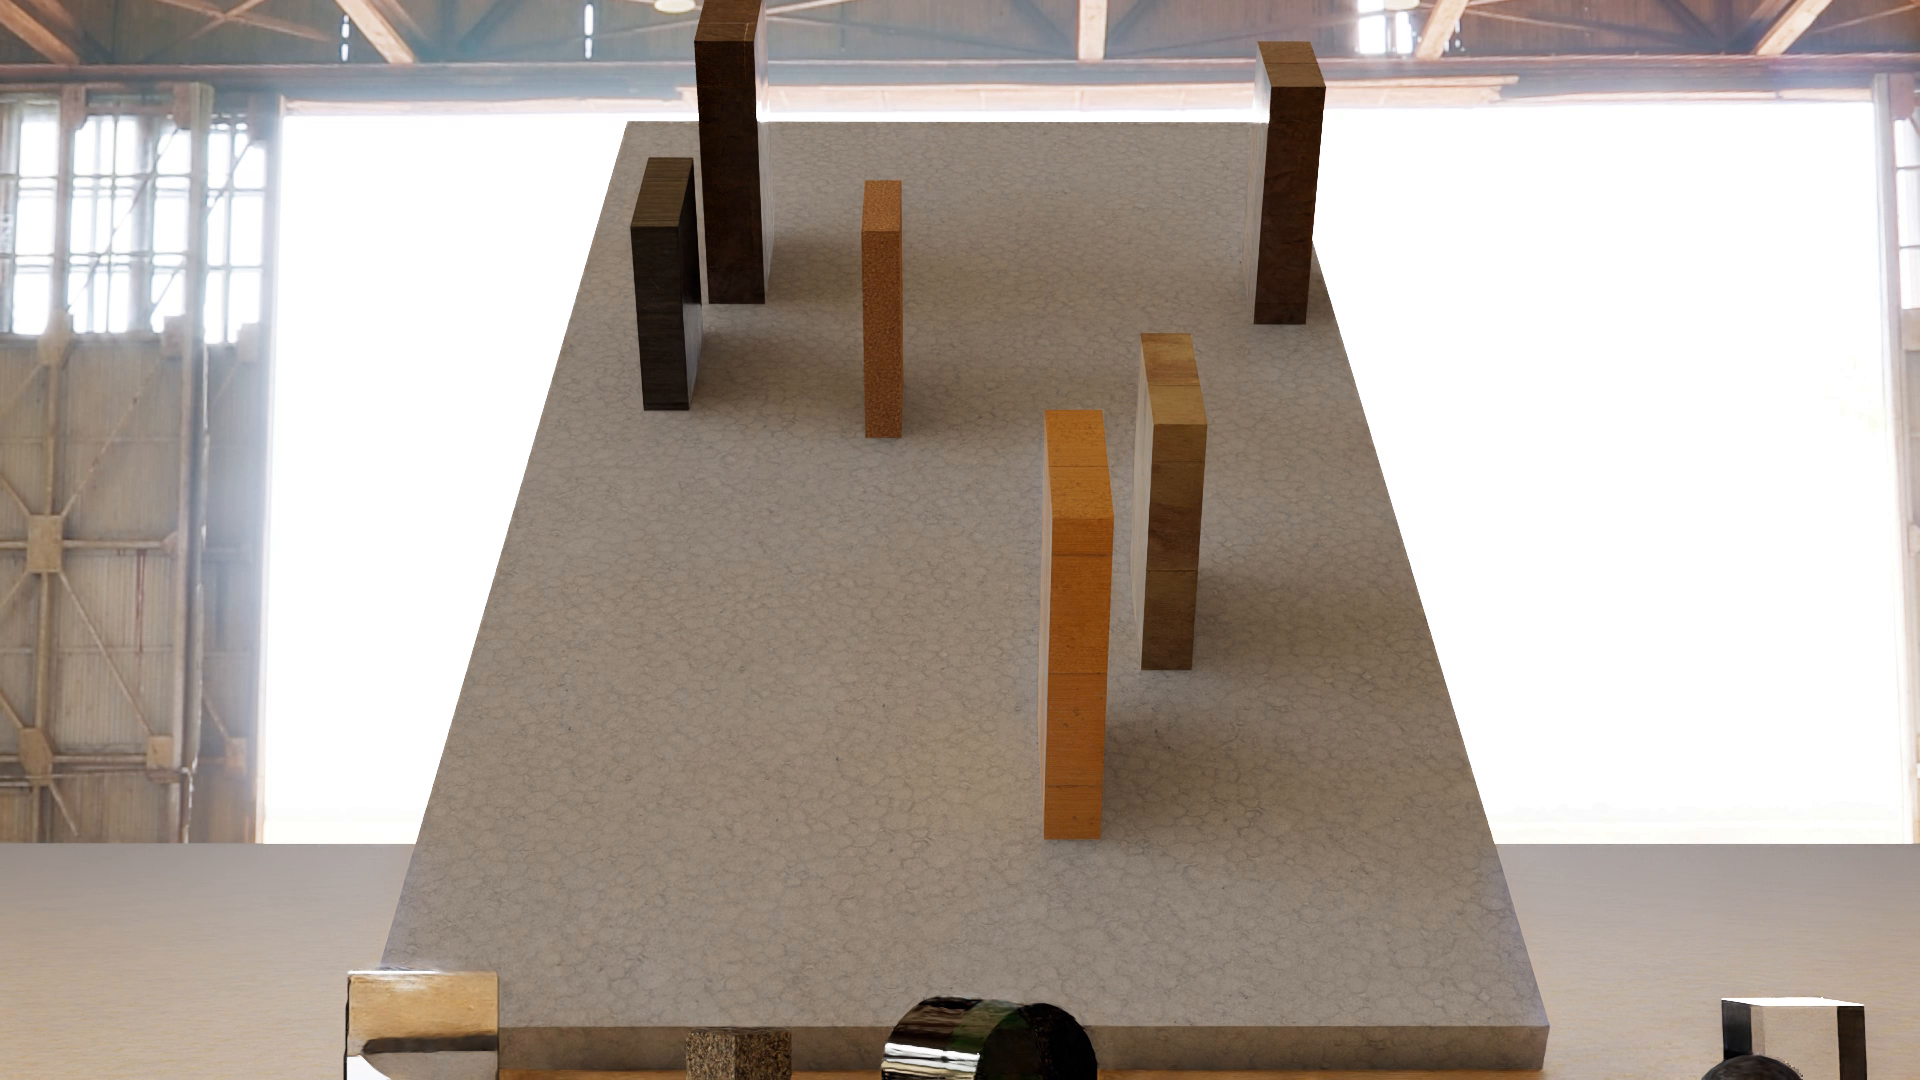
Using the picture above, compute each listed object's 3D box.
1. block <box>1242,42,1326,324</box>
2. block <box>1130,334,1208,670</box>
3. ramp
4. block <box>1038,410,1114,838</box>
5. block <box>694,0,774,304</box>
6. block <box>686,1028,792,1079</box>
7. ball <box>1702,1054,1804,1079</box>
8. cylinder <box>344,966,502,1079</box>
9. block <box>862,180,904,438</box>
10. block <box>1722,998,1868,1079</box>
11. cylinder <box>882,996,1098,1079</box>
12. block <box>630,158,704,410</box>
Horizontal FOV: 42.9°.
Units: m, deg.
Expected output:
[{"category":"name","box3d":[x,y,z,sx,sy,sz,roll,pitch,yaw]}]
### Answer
[{"category":"block","box3d":[0.830,-0.919,6.302,0.135,0.651,0.315,0,32,0]},{"category":"block","box3d":[0.423,-0.080,5.017,0.103,0.575,0.386,0,32,0]},{"category":"ramp","box3d":[-0.015,-0.193,5.837,2.000,0.100,4.000,0,32,0]},{"category":"block","box3d":[0.208,0.158,4.517,0.105,0.697,0.385,0,32,0]},{"category":"block","box3d":[-0.587,-1.040,6.421,0.148,0.722,0.423,0,32,0]},{"category":"block","box3d":[-0.326,0.780,3.600,0.109,0.109,0.109,-7,-10,44]},{"category":"ball","box3d":[0.921,0.670,2.831,0.143,0.143,0.143,0,-7,0]},{"category":"cylinder","box3d":[-0.755,0.711,3.433,0.207,0.207,0.207,-2,-6,-15]},{"category":"block","box3d":[-0.182,-0.548,5.804,0.086,0.538,0.287,0,32,0]},{"category":"block","box3d":[1.232,0.760,3.609,0.152,0.152,0.152,1,-7,-5]},{"category":"cylinder","box3d":[0.036,0.670,3.043,0.193,0.193,0.193,5,-9,-36]},{"category":"block","box3d":[-0.713,-0.629,5.981,0.110,0.487,0.409,0,32,0]}]
